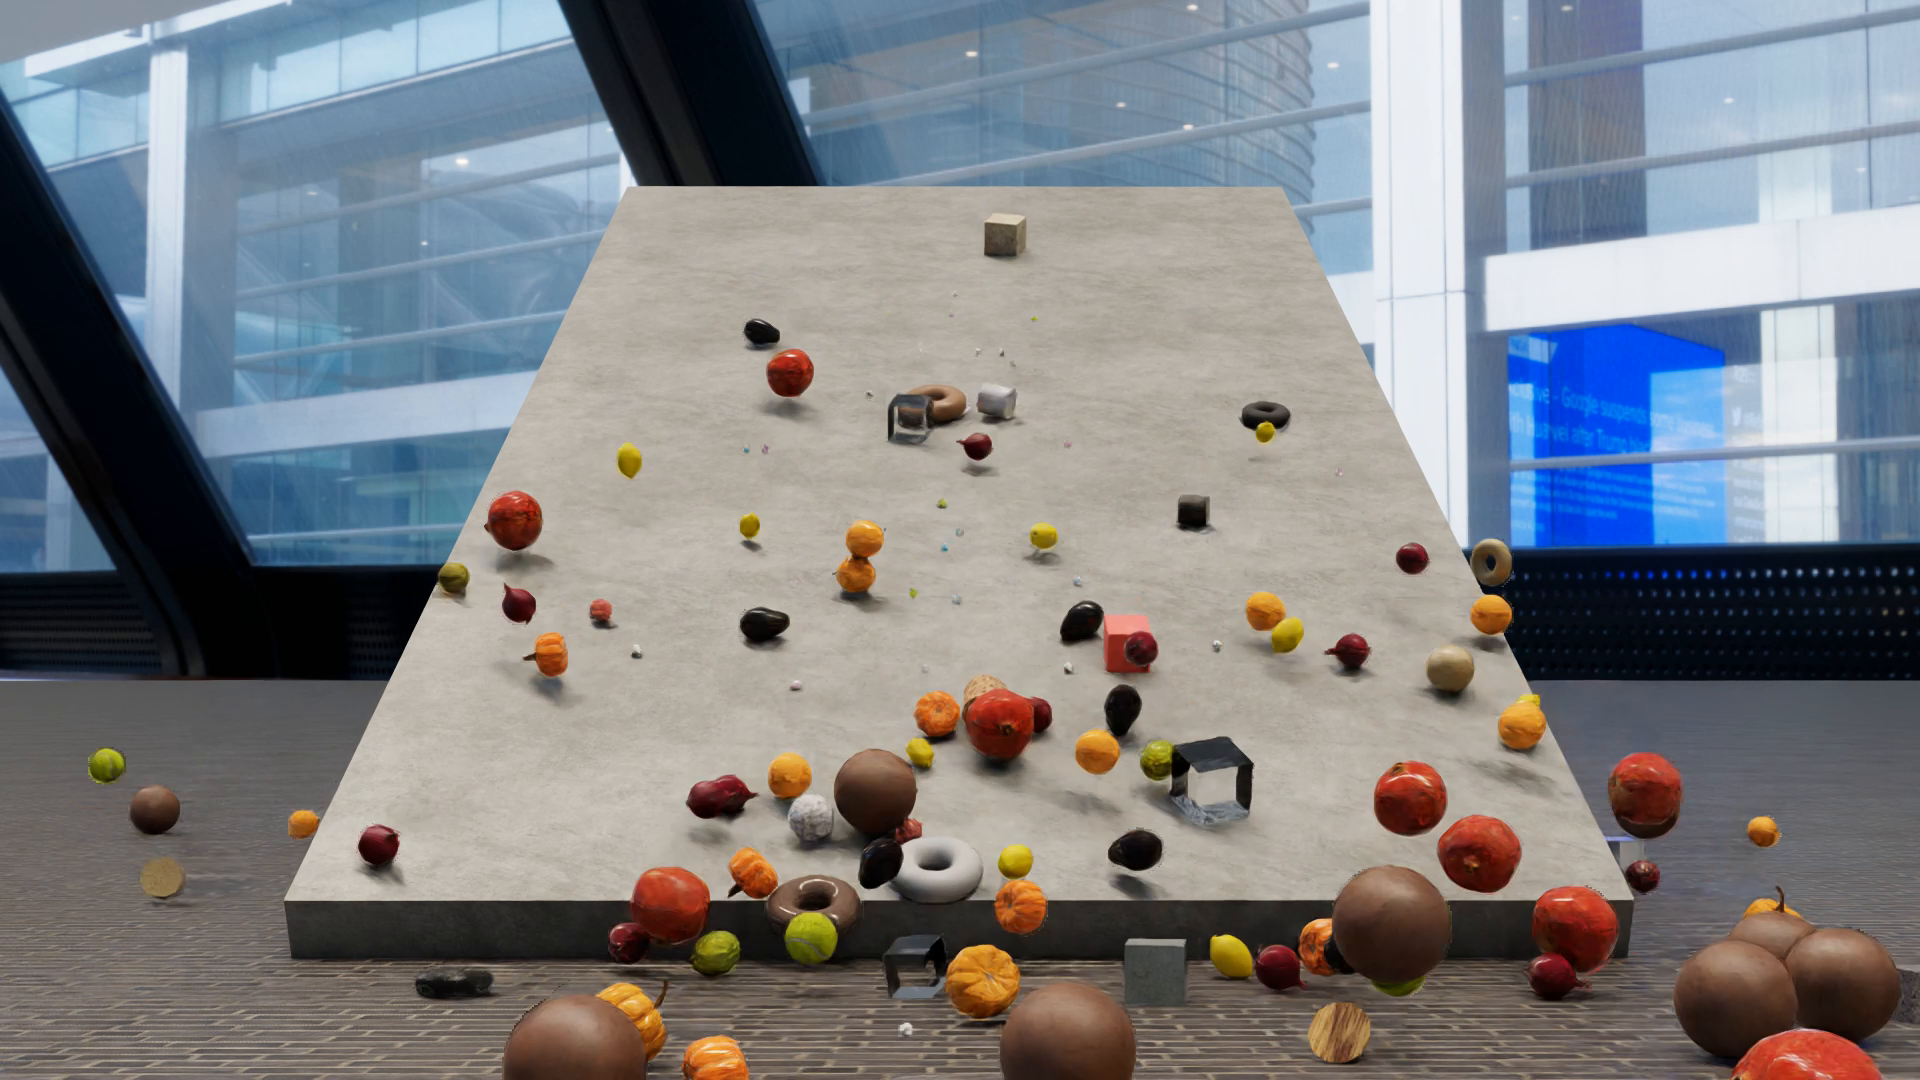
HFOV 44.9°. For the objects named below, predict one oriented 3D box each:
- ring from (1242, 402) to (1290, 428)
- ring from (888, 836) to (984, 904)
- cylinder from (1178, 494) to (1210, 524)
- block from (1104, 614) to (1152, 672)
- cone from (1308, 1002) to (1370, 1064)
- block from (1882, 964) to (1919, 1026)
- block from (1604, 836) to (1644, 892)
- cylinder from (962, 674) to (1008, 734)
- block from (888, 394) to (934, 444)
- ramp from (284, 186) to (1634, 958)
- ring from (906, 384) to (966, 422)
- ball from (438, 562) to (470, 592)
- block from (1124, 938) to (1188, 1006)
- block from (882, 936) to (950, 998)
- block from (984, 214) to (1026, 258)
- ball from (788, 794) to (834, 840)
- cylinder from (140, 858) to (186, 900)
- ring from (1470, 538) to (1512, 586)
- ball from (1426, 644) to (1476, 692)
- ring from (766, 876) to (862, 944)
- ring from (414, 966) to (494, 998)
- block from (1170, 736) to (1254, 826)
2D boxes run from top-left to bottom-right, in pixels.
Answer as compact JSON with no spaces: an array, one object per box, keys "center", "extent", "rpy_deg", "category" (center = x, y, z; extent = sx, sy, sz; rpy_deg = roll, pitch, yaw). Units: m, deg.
[{"center":[0.691,-0.284,5.252],"extent":[0.108,0.036,0.108],"rpy_deg":[0,23,0],"category":"ring"},{"center":[-0.036,0.492,3.473],"extent":[0.144,0.048,0.144],"rpy_deg":[0,25,0],"category":"ring"},{"center":[0.475,-0.062,4.716],"extent":[0.057,0.057,0.057],"rpy_deg":[3,-2,16],"category":"cylinder"},{"center":[0.298,0.184,4.138],"extent":[0.075,0.075,0.075],"rpy_deg":[-1,24,-2],"category":"block"},{"center":[0.428,0.556,2.565],"extent":[0.070,0.070,0.070],"rpy_deg":[-2,-31,26],"category":"cone"},{"center":[1.177,0.556,2.844],"extent":[0.064,0.064,0.064],"rpy_deg":[1,-3,-15],"category":"block"},{"center":[1.279,0.638,4.578],"extent":[0.099,0.099,0.099],"rpy_deg":[-2,-4,43],"category":"block"},{"center":[0.043,0.277,3.916],"extent":[0.074,0.074,0.074],"rpy_deg":[0,24,2],"category":"cylinder"},{"center":[-0.110,-0.271,5.162],"extent":[0.081,0.081,0.081],"rpy_deg":[6,25,14],"category":"block"},{"center":[-0.008,-0.228,5.289],"extent":[2.000,0.100,4.000],"rpy_deg":[0,24,0],"category":"ramp"},{"center":[-0.060,-0.311,5.289],"extent":[0.150,0.050,0.150],"rpy_deg":[-2,26,1],"category":"ring"},{"center":[-0.961,0.071,4.410],"extent":[0.059,0.059,0.059],"rpy_deg":[0,-3,0],"category":"ball"},{"center":[0.254,0.560,3.011],"extent":[0.076,0.076,0.076],"rpy_deg":[0,-3,8],"category":"block"},{"center":[-0.058,0.560,3.047],"extent":[0.061,0.061,0.061],"rpy_deg":[-5,14,24],"category":"block"},{"center":[0.127,-0.848,6.458],"extent":[0.093,0.093,0.093],"rpy_deg":[8,25,17],"category":"block"},{"center":[-0.230,0.428,3.587],"extent":[0.072,0.072,0.072],"rpy_deg":[0,-3,0],"category":"ball"},{"center":[-1.471,0.626,4.289],"extent":[0.073,0.073,0.073],"rpy_deg":[1,-12,-12],"category":"cylinder"},{"center":[0.994,0.041,4.345],"extent":[0.030,0.090,0.090],"rpy_deg":[-3,-1,-38],"category":"ring"},{"center":[0.853,0.224,4.041],"extent":[0.084,0.084,0.084],"rpy_deg":[0,-3,0],"category":"ball"},{"center":[-0.213,0.536,3.376],"extent":[0.141,0.047,0.141],"rpy_deg":[-1,24,1],"category":"ring"},{"center":[-0.668,0.584,3.070],"extent":[0.102,0.034,0.102],"rpy_deg":[-1,-4,0],"category":"ring"},{"center":[0.397,0.380,3.671],"extent":[0.095,0.095,0.095],"rpy_deg":[-8,25,-18],"category":"block"}]
